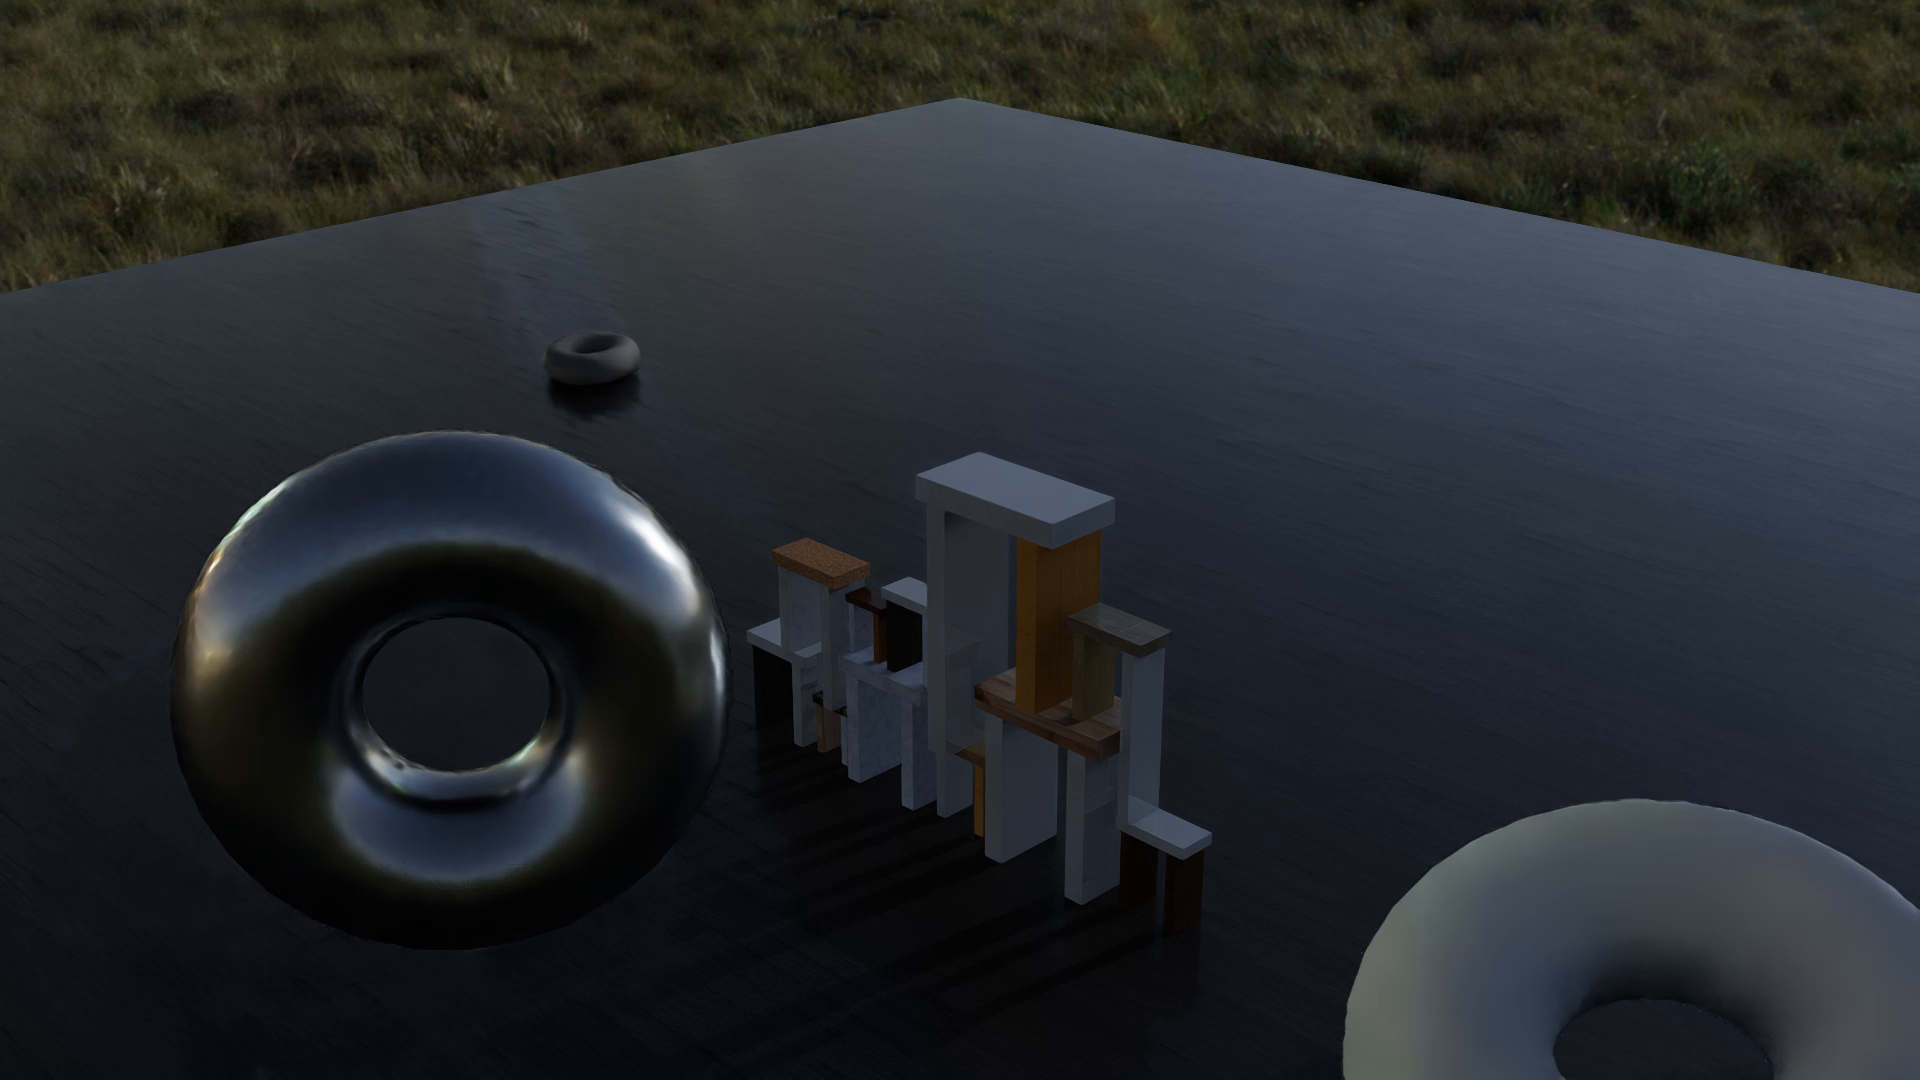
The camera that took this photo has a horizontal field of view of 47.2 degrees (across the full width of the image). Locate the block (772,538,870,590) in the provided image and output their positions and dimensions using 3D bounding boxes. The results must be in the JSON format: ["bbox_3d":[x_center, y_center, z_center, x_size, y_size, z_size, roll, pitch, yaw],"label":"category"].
[{"bbox_3d":[-0.289,0.048,4.550,0.098,0.028,0.196,-21,31,-41],"label":"block"}]

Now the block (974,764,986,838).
[{"bbox_3d":[0.065,0.503,4.370,0.080,0.160,0.023,-21,31,-41],"label":"block"}]

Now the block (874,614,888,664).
[{"bbox_3d":[-0.150,0.191,4.462,0.015,0.109,0.054,21,31,41],"label":"block"}]

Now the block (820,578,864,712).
[{"bbox_3d":[-0.242,0.209,4.568,0.028,0.284,0.098,21,31,40],"label":"block"}]

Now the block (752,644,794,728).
[{"bbox_3d":[-0.403,0.304,4.799,0.027,0.192,0.096,21,31,41],"label":"block"}]

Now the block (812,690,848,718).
[{"bbox_3d":[-0.251,0.342,4.639,0.115,0.016,0.058,21,31,41],"label":"block"}]

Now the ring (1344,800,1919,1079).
[{"bbox_3d":[0.364,0.269,1.139,0.328,0.109,0.328,-7,39,6],"label":"ring"}]

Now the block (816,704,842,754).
[{"bbox_3d":[-0.278,0.392,4.690,0.016,0.115,0.058,21,31,41],"label":"block"}]

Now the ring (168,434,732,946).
[{"bbox_3d":[-0.281,0.087,1.227,0.306,0.306,0.102,-4,20,-10],"label":"ring"}]

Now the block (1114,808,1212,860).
[{"bbox_3d":[0.374,0.535,4.051,0.082,0.023,0.164,-21,31,-41],"label":"block"}]

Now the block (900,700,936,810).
[{"bbox_3d":[-0.064,0.417,4.468,0.034,0.242,0.121,21,31,41],"label":"block"}]

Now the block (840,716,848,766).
[{"bbox_3d":[-0.224,0.413,4.640,0.016,0.115,0.058,21,31,41],"label":"block"}]

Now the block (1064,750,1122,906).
[{"bbox_3d":[0.270,0.515,4.144,0.045,0.316,0.158,21,31,41],"label":"block"}]

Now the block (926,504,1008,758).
[{"bbox_3d":[0.016,0.155,4.259,0.172,0.522,0.049,-21,31,-40],"label":"block"}]

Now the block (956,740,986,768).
[{"bbox_3d":[0.024,0.405,4.367,0.080,0.023,0.160,-21,31,-40],"label":"block"}]

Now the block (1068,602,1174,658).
[{"bbox_3d":[0.289,0.162,3.974,0.175,0.025,0.088,21,31,41],"label":"block"}]

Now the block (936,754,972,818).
[{"bbox_3d":[-0.010,0.474,4.439,0.080,0.160,0.023,-21,31,-41],"label":"block"}]

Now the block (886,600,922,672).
[{"bbox_3d":[-0.112,0.182,4.425,0.022,0.155,0.077,21,31,41],"label":"block"}]

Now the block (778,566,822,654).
[{"bbox_3d":[-0.334,0.132,4.637,0.098,0.196,0.028,-21,31,-41],"label":"block"}]

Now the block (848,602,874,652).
[{"bbox_3d":[-0.201,0.171,4.510,0.015,0.109,0.054,21,31,41],"label":"block"}]

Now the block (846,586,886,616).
[{"bbox_3d":[-0.176,0.124,4.462,0.054,0.015,0.109,-21,31,-41],"label":"block"}]

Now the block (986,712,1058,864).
[{"bbox_3d":[0.121,0.456,4.281,0.045,0.316,0.158,21,31,41],"label":"block"}]

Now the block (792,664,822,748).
[{"bbox_3d":[-0.313,0.339,4.716,0.027,0.192,0.096,21,31,41],"label":"block"}]

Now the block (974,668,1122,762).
[{"bbox_3d":[0.195,0.319,4.142,0.316,0.045,0.158,21,31,41],"label":"block"}]

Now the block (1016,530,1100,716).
[{"bbox_3d":[0.182,0.135,4.077,0.172,0.345,0.049,-21,31,-41],"label":"block"}]

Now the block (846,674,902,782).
[{"bbox_3d":[-0.178,0.372,4.573,0.034,0.242,0.121,21,31,41],"label":"block"}]

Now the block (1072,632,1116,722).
[{"bbox_3d":[0.247,0.238,4.051,0.025,0.175,0.088,21,31,41],"label":"block"}]

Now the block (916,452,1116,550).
[{"bbox_3d":[0.100,-0.076,4.073,0.345,0.049,0.172,21,31,40],"label":"block"}]

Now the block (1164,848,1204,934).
[{"bbox_3d":[0.413,0.636,4.052,0.023,0.164,0.082,21,31,41],"label":"block"}]

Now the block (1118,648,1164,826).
[{"bbox_3d":[0.330,0.351,4.009,0.088,0.349,0.025,-21,31,-41],"label":"block"}]

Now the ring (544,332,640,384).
[{"bbox_3d":[-1.171,-0.578,6.989,0.307,0.102,0.307,-2,25,1],"label":"ring"}]

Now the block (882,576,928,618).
[{"bbox_3d":[-0.075,0.115,4.357,0.155,0.022,0.077,21,31,41],"label":"block"}]

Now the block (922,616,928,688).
[{"bbox_3d":[-0.039,0.211,4.358,0.022,0.155,0.077,21,31,41],"label":"block"}]

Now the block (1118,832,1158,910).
[{"bbox_3d":[0.335,0.606,4.123,0.023,0.164,0.082,21,31,41],"label":"block"}]

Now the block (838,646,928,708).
[{"bbox_3d":[-0.121,0.268,4.467,0.242,0.034,0.121,21,31,41],"label":"block"}]

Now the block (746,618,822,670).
[{"bbox_3d":[-0.358,0.221,4.714,0.192,0.027,0.096,21,31,41],"label":"block"}]
